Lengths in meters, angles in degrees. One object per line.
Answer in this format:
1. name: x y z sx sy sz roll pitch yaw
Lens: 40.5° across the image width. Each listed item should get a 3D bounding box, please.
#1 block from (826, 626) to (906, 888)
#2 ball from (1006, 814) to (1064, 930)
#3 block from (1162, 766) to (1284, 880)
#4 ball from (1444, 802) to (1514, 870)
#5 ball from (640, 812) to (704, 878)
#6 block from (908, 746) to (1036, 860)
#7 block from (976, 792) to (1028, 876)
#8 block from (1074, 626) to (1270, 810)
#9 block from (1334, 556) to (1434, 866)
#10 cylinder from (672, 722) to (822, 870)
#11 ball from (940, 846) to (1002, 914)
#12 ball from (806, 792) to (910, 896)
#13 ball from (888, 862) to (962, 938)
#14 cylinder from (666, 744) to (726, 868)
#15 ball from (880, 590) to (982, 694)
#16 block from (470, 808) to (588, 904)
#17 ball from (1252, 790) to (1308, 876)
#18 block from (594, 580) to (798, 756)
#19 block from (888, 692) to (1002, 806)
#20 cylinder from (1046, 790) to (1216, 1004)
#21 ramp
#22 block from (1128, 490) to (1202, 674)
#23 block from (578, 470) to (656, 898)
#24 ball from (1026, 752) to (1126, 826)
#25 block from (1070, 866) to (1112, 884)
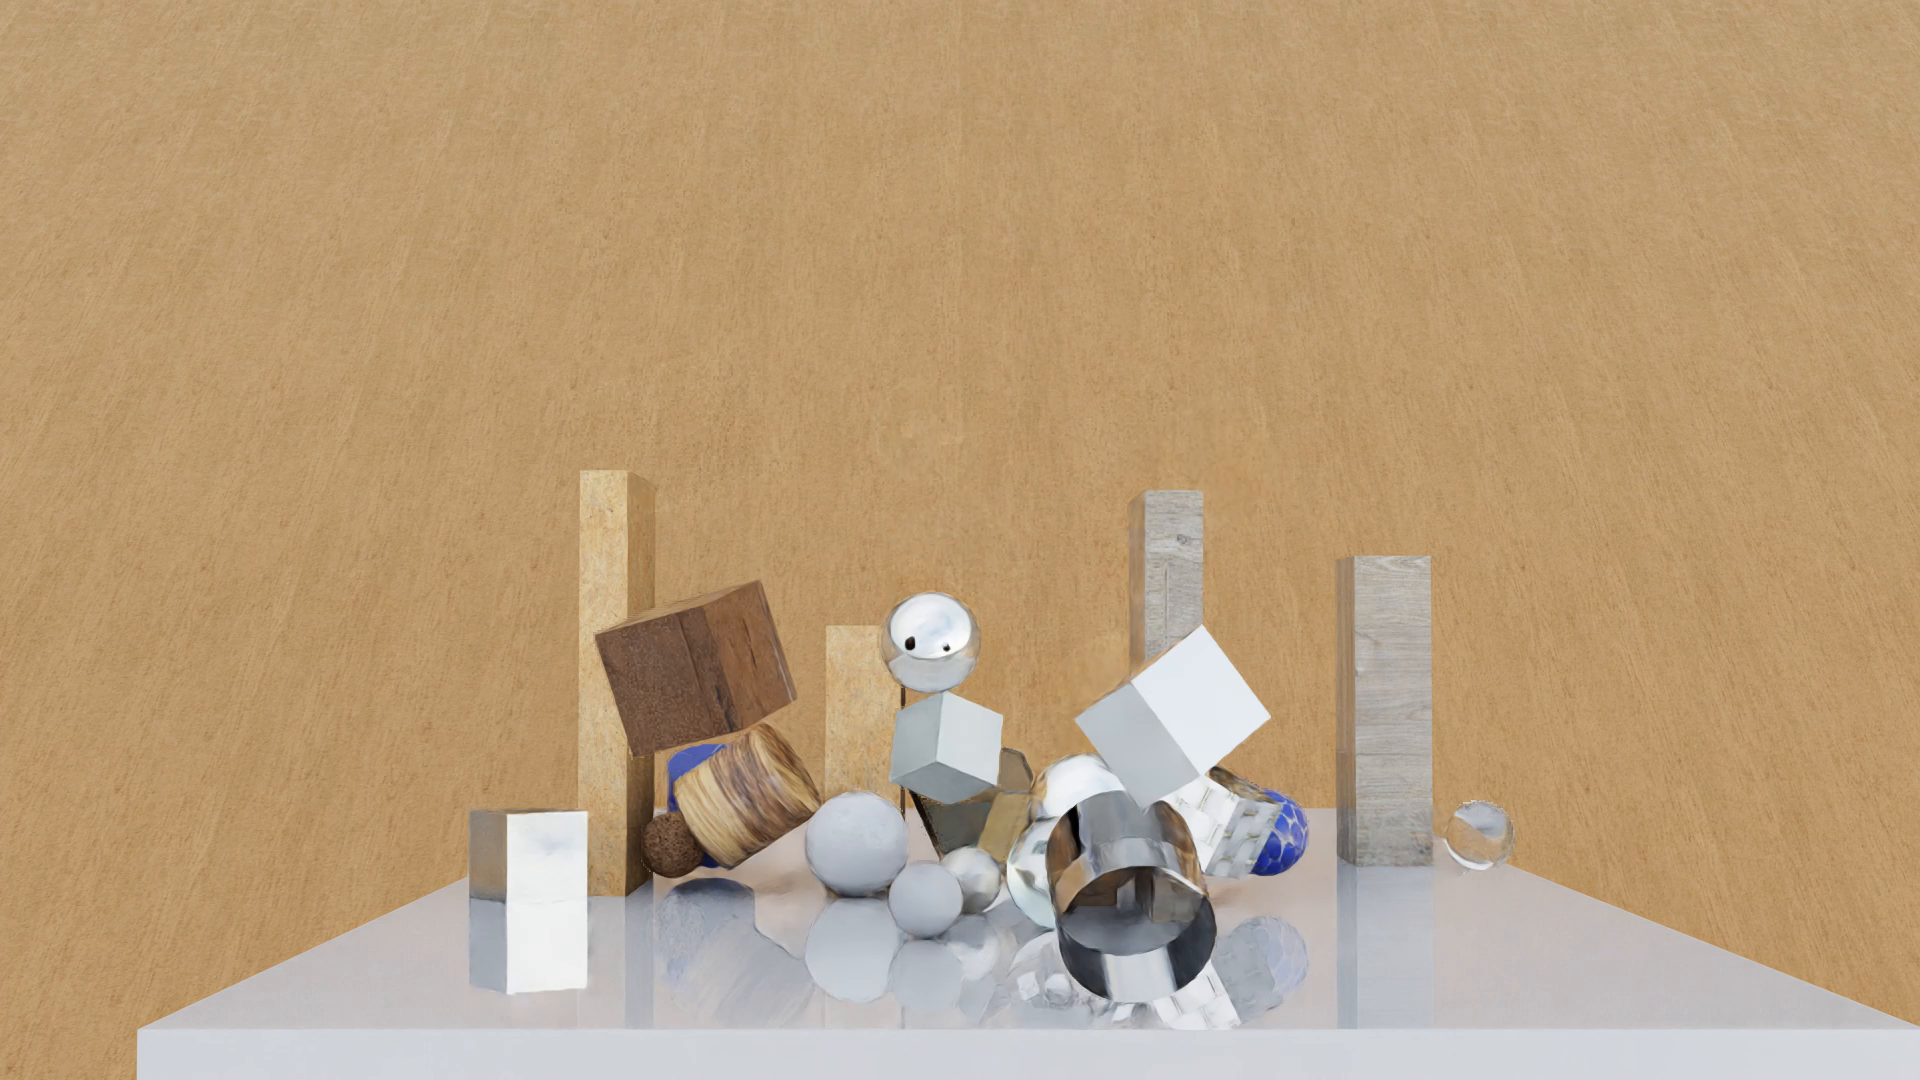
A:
1. block: -0.172 0.393 4.804 0.133 0.466 0.387 0 -2 0
2. ball: 0.156 0.503 3.929 0.173 0.173 0.173 0 37 0
3. block: 0.420 0.466 4.332 0.142 0.142 0.142 31 9 38
4. ball: 0.998 0.570 5.000 0.129 0.129 0.129 0 37 0
5. ball: -0.514 0.546 4.653 0.117 0.117 0.117 0 37 0
6. block: 0.043 0.496 4.811 0.169 0.169 0.169 -36 62 19
7. block: 0.126 0.531 4.575 0.128 0.128 0.128 -6 60 58
8. block: 0.243 0.204 2.978 0.130 0.130 0.130 -35 87 -36
9. block: 0.847 0.339 5.212 0.149 0.606 0.270 0 -2 0
10. cylinder: -0.372 0.448 4.550 0.186 0.186 0.186 -34 38 8
11. ball: 0.014 0.546 4.176 0.108 0.108 0.108 0 37 0
12. ball: -0.176 0.521 4.464 0.180 0.180 0.180 0 37 0
13. ball: -0.051 0.530 3.826 0.111 0.111 0.111 0 37 0
14. cylinder: -0.474 0.507 4.969 0.170 0.170 0.170 3 26 -1
15. ball: -0.038 0.133 3.399 0.134 0.134 0.134 0 37 0
16. block: -0.736 0.536 4.433 0.148 0.148 0.148 2 -3 -35
17. ball: 0.525 0.505 4.473 0.146 0.146 0.146 0 37 0
18. block: -0.310 0.150 3.077 0.151 0.151 0.151 -15 5 24
19. block: -0.020 0.306 3.818 0.112 0.112 0.112 25 56 -31
20. cylinder: 0.201 0.424 3.107 0.185 0.185 0.185 -2 23 -3
21. ramp: 0.080 0.680 4.903 2.000 0.100 4.000 0 -2 0
22. block: 0.367 0.271 4.667 0.098 0.698 0.431 0 -2 0
23. block: -0.613 0.254 4.670 0.083 0.731 0.407 0 -2 0
24. ball: 0.214 0.463 4.437 0.203 0.203 0.203 0 37 0
25. block: 0.200 0.564 4.710 0.109 0.109 0.109 7 -6 -43
